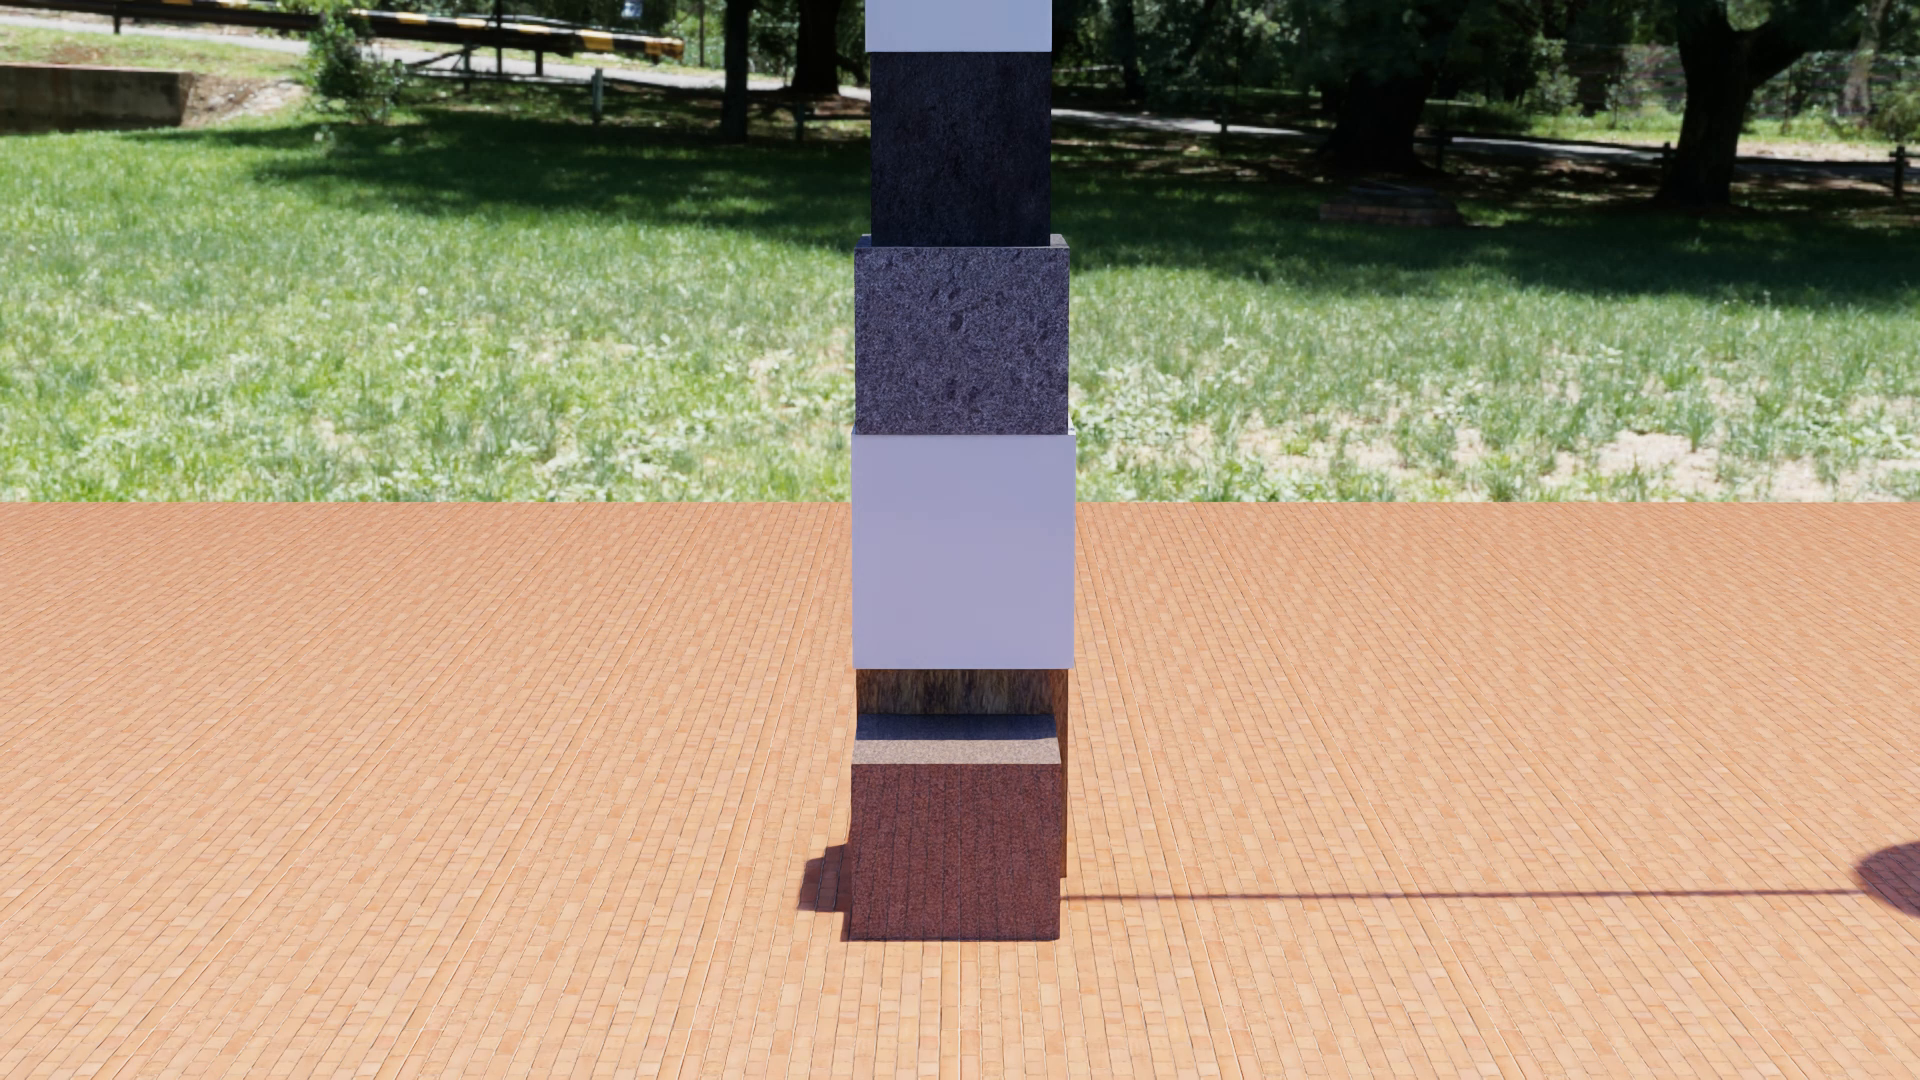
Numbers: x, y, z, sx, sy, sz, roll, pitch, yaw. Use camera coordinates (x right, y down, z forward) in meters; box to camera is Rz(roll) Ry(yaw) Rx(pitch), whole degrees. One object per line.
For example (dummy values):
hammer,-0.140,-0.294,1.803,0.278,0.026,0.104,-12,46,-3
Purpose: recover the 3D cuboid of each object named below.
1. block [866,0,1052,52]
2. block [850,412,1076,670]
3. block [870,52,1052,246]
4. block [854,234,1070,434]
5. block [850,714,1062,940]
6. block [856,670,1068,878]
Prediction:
block,-0.006,-2.442,10.736,0.758,0.789,0.713,0,10,0
block,0.014,-0.028,11.175,0.934,0.998,0.910,0,10,0
block,0.004,-1.666,10.877,0.740,0.789,0.723,0,10,0
block,0.008,-0.898,11.017,0.882,0.771,0.927,0,10,0
block,-0.016,1.201,10.877,0.854,0.745,0.819,0,10,0
block,0.010,0.895,11.764,0.926,1.030,1.016,0,10,0
